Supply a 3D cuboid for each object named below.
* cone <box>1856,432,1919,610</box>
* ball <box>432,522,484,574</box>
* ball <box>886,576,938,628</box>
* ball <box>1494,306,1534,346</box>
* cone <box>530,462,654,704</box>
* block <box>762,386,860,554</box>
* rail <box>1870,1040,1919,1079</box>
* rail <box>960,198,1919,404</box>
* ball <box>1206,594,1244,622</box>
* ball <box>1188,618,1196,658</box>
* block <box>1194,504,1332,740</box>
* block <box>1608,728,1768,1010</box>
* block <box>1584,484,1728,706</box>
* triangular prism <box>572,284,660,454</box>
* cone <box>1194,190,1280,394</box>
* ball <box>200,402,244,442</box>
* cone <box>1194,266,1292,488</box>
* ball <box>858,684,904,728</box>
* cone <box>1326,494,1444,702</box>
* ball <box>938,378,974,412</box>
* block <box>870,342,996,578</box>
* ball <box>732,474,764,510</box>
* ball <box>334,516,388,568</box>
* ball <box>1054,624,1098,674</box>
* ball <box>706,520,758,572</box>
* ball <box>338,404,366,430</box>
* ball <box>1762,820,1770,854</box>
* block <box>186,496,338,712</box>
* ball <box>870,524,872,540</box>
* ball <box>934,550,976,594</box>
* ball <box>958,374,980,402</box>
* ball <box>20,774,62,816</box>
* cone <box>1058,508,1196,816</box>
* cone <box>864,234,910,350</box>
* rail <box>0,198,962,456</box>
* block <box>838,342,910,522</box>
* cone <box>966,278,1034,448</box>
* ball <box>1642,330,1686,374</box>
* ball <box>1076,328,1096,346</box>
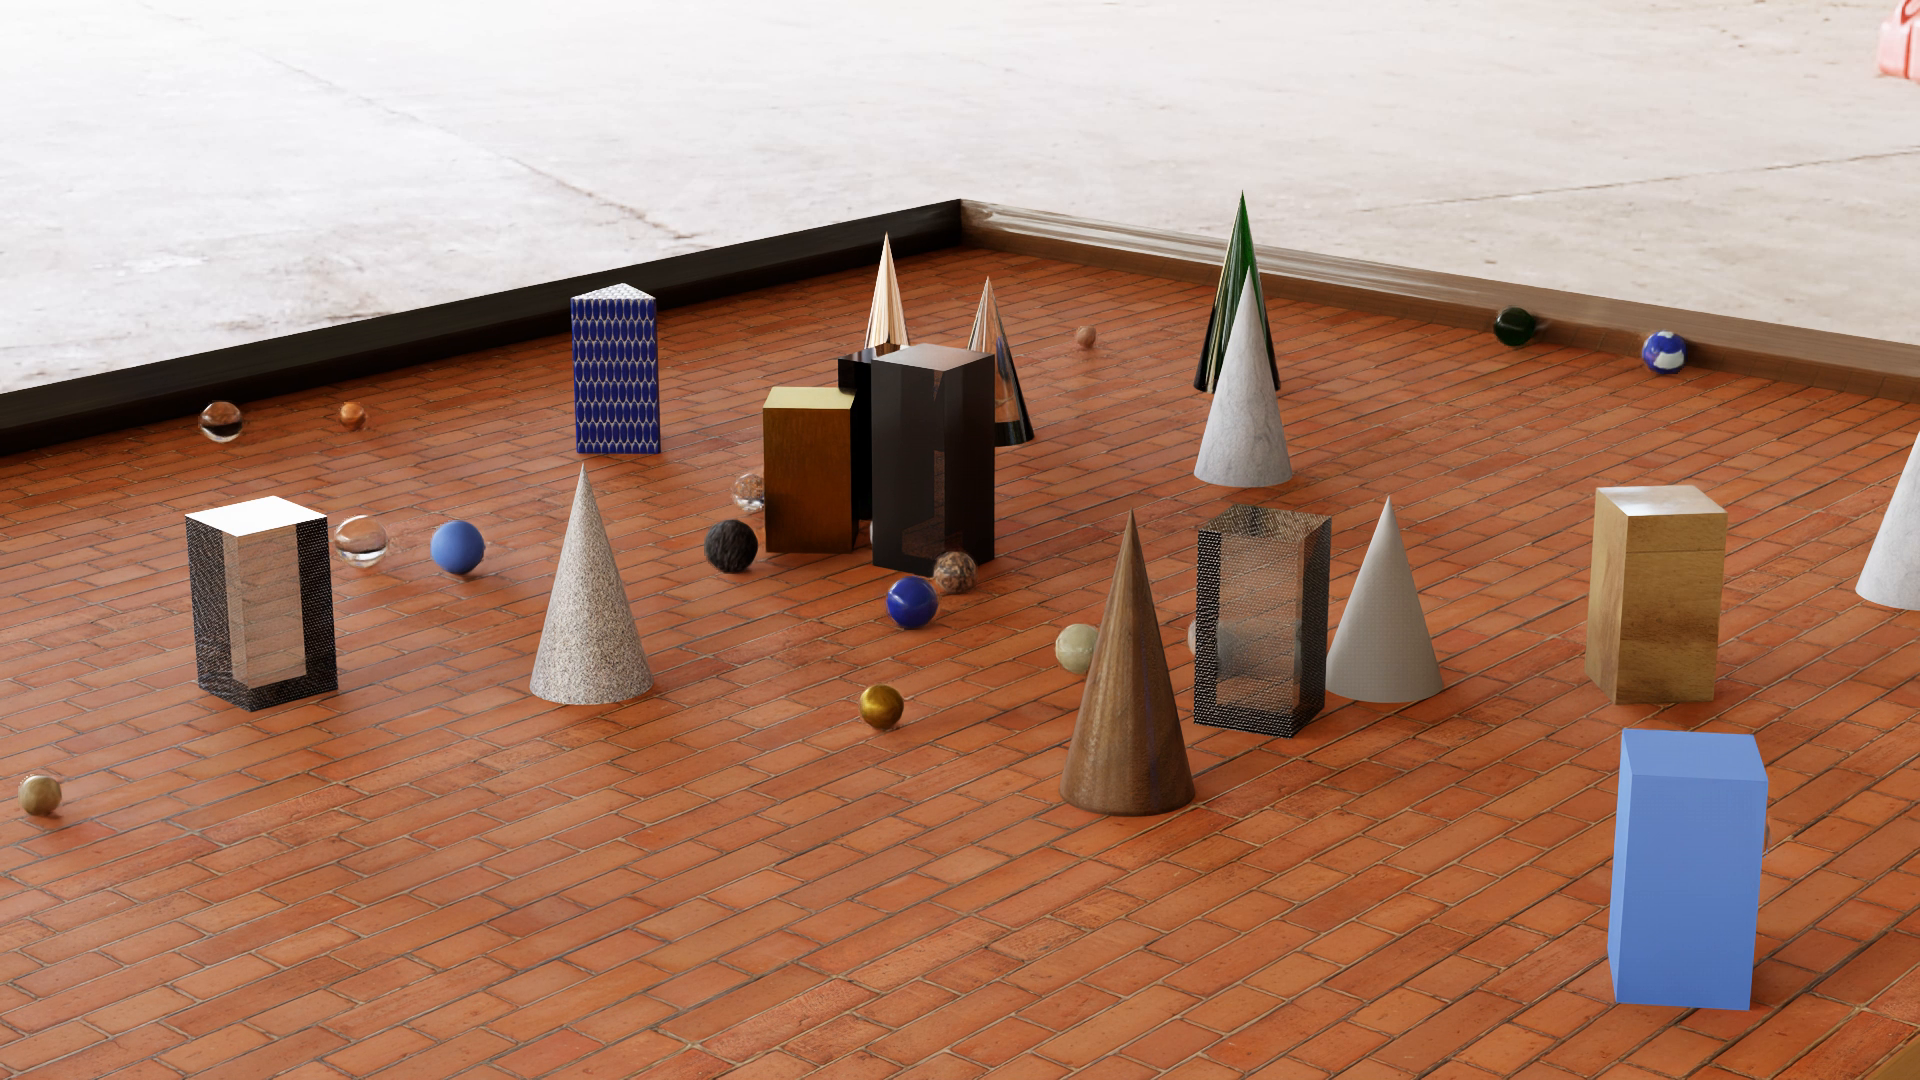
[{"bbox_3d":[1.673,-0.076,5.091,0.198,0.354,0.198,0,17,0],"label":"cone"},{"bbox_3d":[-0.898,0.014,5.244,0.095,0.095,0.095,0,17,0],"label":"ball"},{"bbox_3d":[-0.080,0.104,4.953,0.089,0.089,0.089,0,17,0],"label":"ball"},{"bbox_3d":[1.318,-0.507,6.973,0.094,0.094,0.094,0,17,0],"label":"ball"},{"bbox_3d":[-0.589,0.054,4.638,0.198,0.368,0.198,0,17,0],"label":"cone"},{"bbox_3d":[-0.273,-0.129,5.408,0.158,0.274,0.158,1,17,3],"label":"block"},{"bbox_3d":[1.564,0.424,3.820,0.045,0.129,4.824,14,22,39],"label":"rail"},{"bbox_3d":[1.566,-0.488,6.847,4.189,0.129,0.045,14,22,39],"label":"rail"},{"bbox_3d":[0.446,0.122,4.939,0.064,0.064,0.064,0,17,0],"label":"ball"},{"bbox_3d":[0.416,0.159,4.763,0.094,0.094,0.094,0,17,0],"label":"ball"},{"bbox_3d":[0.465,0.123,4.505,0.158,0.312,0.158,8,18,24],"label":"block"},{"bbox_3d":[0.890,0.403,3.600,0.158,0.298,0.158,2,17,8],"label":"block"},{"bbox_3d":[1.097,0.086,4.633,0.158,0.310,0.158,-2,17,-6],"label":"block"},{"bbox_3d":[-0.703,-0.356,6.072,0.171,0.325,0.148,0,17,1],"label":"triangular prism"},{"bbox_3d":[0.624,-0.563,6.543,0.198,0.449,0.198,0,17,0],"label":"cone"},{"bbox_3d":[-1.541,-0.246,6.119,0.087,0.087,0.087,0,17,0],"label":"ball"},{"bbox_3d":[0.569,-0.337,5.832,0.198,0.426,0.198,0,17,0],"label":"cone"},{"bbox_3d":[-0.121,0.254,4.491,0.068,0.068,0.068,0,17,0],"label":"ball"},{"bbox_3d":[0.675,0.078,4.654,0.198,0.312,0.198,0,17,0],"label":"cone"},{"bbox_3d":[-0.010,-0.314,6.363,0.077,0.077,0.077,0,17,0],"label":"ball"},{"bbox_3d":[-0.047,-0.143,5.264,0.158,0.383,0.158,11,20,33],"label":"block"},{"bbox_3d":[-0.403,-0.092,5.637,0.070,0.070,0.070,0,17,0],"label":"ball"},{"bbox_3d":[-1.078,0.004,5.277,0.094,0.094,0.094,0,17,0],"label":"ball"},{"bbox_3d":[0.193,0.175,4.732,0.081,0.081,0.081,0,17,0],"label":"ball"},{"bbox_3d":[-0.409,0.010,5.255,0.095,0.095,0.095,0,17,0],"label":"ball"},{"bbox_3d":[-1.291,-0.262,6.225,0.057,0.057,0.057,0,17,0],"label":"ball"},{"bbox_3d":[1.045,0.397,3.967,0.098,0.098,0.098,0,17,0],"label":"ball"},{"bbox_3d":[-1.101,0.099,4.628,0.158,0.287,0.158,-15,23,-41],"label":"block"},{"bbox_3d":[-0.132,-0.014,5.382,0.069,0.069,0.069,0,17,0],"label":"ball"},{"bbox_3d":[-0.009,0.056,5.137,0.075,0.075,0.075,0,17,0],"label":"ball"},{"bbox_3d":[0.011,-0.329,6.430,0.066,0.066,0.066,0,17,0],"label":"ball"},{"bbox_3d":[-1.302,0.362,4.152,0.058,0.058,0.058,0,17,0],"label":"ball"},{"bbox_3d":[0.242,0.157,4.184,0.198,0.431,0.198,0,17,0],"label":"cone"},{"bbox_3d":[-0.144,-0.373,5.841,0.198,0.490,0.198,0,17,0],"label":"cone"},{"bbox_3d":[-1.564,-0.359,6.420,0.045,0.129,4.824,14,22,39],"label":"rail"},{"bbox_3d":[-0.120,-0.201,5.585,0.158,0.309,0.158,11,20,31],"label":"block"},{"bbox_3d":[0.059,-0.385,6.138,0.198,0.343,0.198,0,17,0],"label":"cone"},{"bbox_3d":[1.611,-0.430,6.707,0.099,0.099,0.099,0,17,0],"label":"ball"},{"bbox_3d":[0.300,-0.483,6.978,0.046,0.046,0.046,0,17,0],"label":"ball"}]
